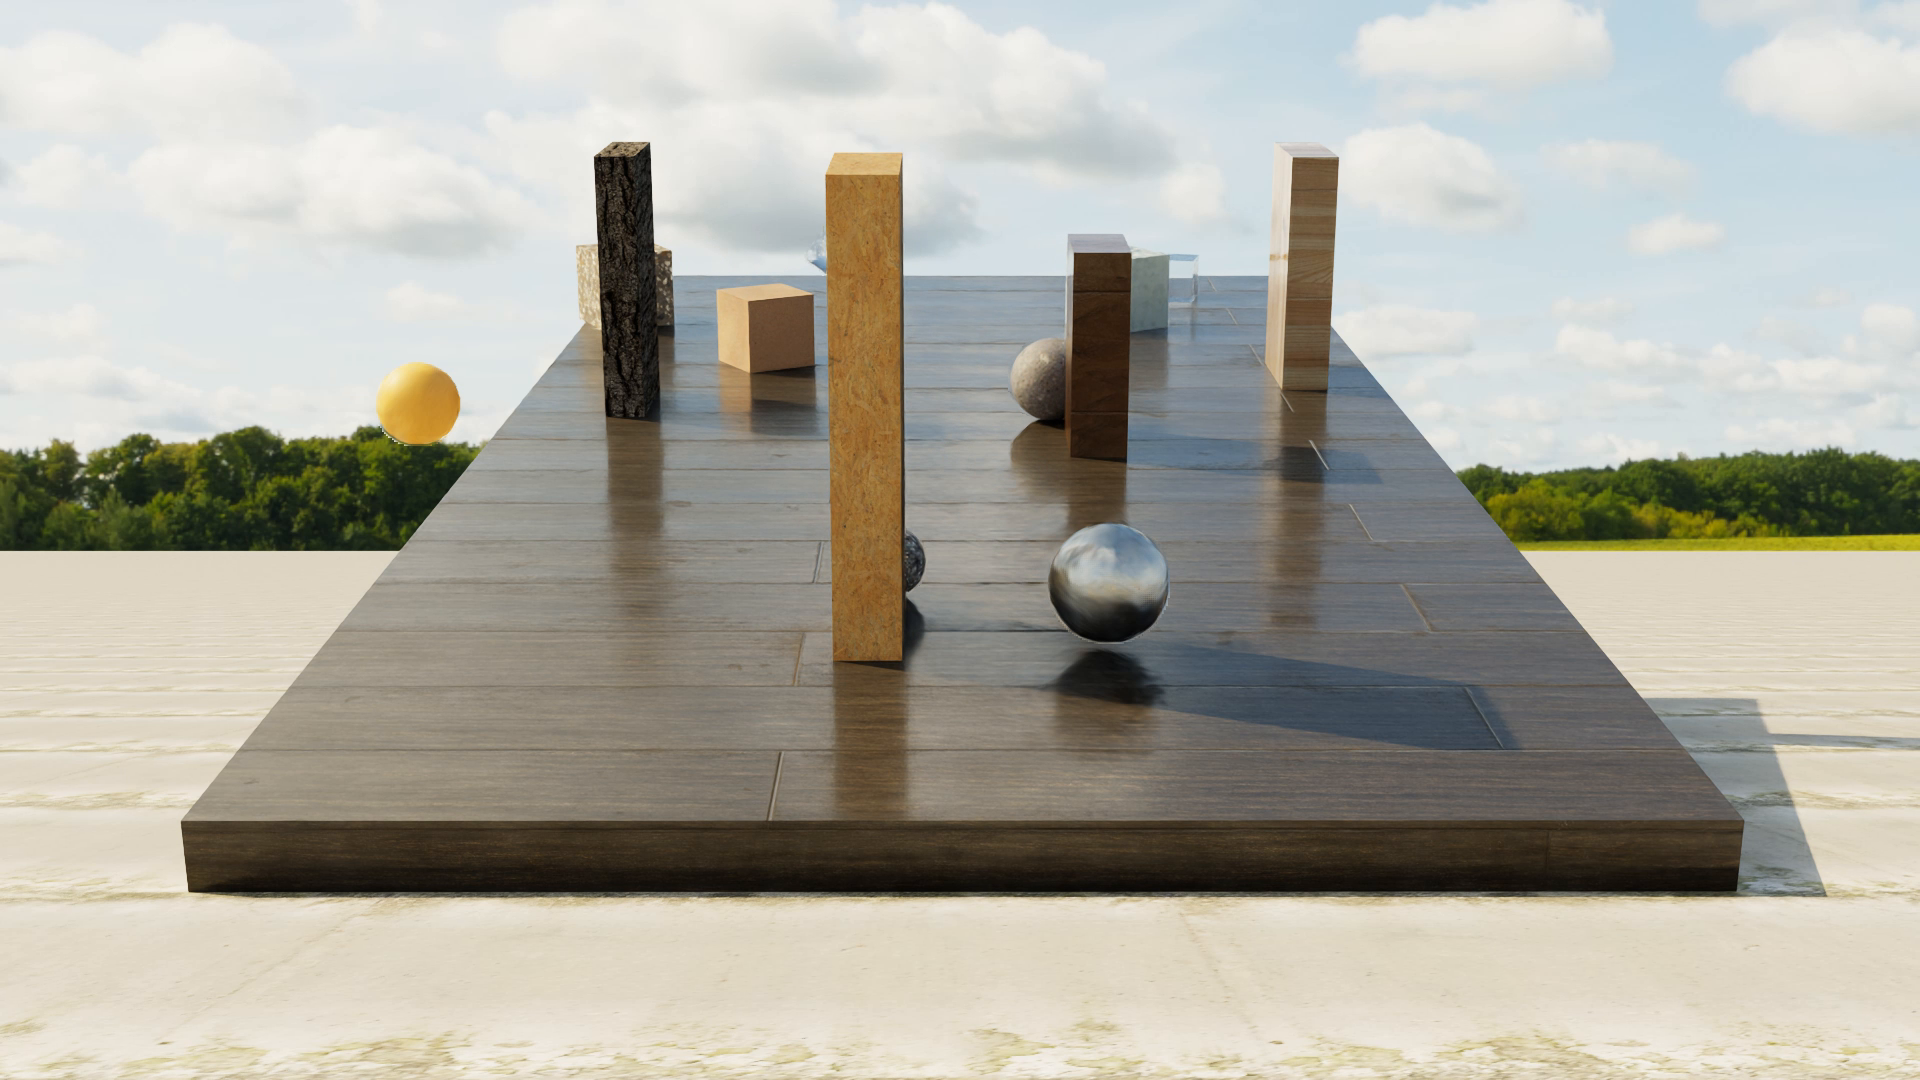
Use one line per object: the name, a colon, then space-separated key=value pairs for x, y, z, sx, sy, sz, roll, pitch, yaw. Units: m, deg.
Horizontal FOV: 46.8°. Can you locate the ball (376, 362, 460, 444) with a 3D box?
ball: x=-1.279 y=-0.322 z=5.235 sx=0.194 sy=0.194 sz=0.194 roll=0 pitch=0 yaw=0

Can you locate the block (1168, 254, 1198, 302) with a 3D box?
block: x=0.610 y=-0.745 z=6.300 sx=0.117 sy=0.117 sz=0.117 roll=4 pitch=17 yaw=13

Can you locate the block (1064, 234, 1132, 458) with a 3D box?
block: x=0.287 y=-0.411 z=4.654 sx=0.118 sy=0.426 sz=0.244 roll=0 pitch=17 yaw=0

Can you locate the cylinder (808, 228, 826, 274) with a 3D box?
cylinder: x=-0.349 y=-0.826 z=6.443 sx=0.134 sy=0.134 sz=0.134 roll=35 pitch=-16 yaw=-25

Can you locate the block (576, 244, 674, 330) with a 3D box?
block: x=-0.899 y=-0.685 z=5.955 sx=0.198 sy=0.198 sz=0.198 roll=-9 pitch=19 yaw=-27

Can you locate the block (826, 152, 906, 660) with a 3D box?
block: x=-0.142 y=-0.208 z=3.429 sx=0.106 sy=0.744 sz=0.262 roll=0 pitch=17 yaw=0

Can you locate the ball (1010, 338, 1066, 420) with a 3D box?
ball: x=0.201 y=-0.354 z=4.889 sx=0.182 sy=0.182 sz=0.182 roll=0 pitch=0 yaw=0

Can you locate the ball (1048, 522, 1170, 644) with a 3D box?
ball: x=0.231 y=0.066 z=3.438 sx=0.187 sy=0.187 sz=0.187 roll=0 pitch=0 yaw=0

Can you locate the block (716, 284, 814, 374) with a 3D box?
block: x=-0.478 y=-0.523 z=5.454 sx=0.176 sy=0.176 sz=0.176 roll=-10 pitch=19 yaw=-30

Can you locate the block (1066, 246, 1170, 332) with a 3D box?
block: x=0.419 y=-0.669 z=5.911 sx=0.195 sy=0.195 sz=0.195 roll=-11 pitch=20 yaw=-33

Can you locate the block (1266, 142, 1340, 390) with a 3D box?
block: x=0.808 y=-0.654 z=5.262 sx=0.106 sy=0.541 sz=0.296 roll=0 pitch=17 yaw=0

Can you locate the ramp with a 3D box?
ramp: x=-0.003 y=-0.170 z=4.766 sx=2.000 sy=0.100 sz=4.000 roll=0 pitch=17 yaw=0

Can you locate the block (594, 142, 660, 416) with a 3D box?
block: x=-0.745 y=-0.589 z=4.983 sx=0.086 sy=0.575 sz=0.277 roll=0 pitch=17 yaw=0

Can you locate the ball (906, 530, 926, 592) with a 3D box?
ball: x=-0.116 y=0.036 z=3.702 sx=0.119 sy=0.119 sz=0.119 roll=0 pitch=0 yaw=0
